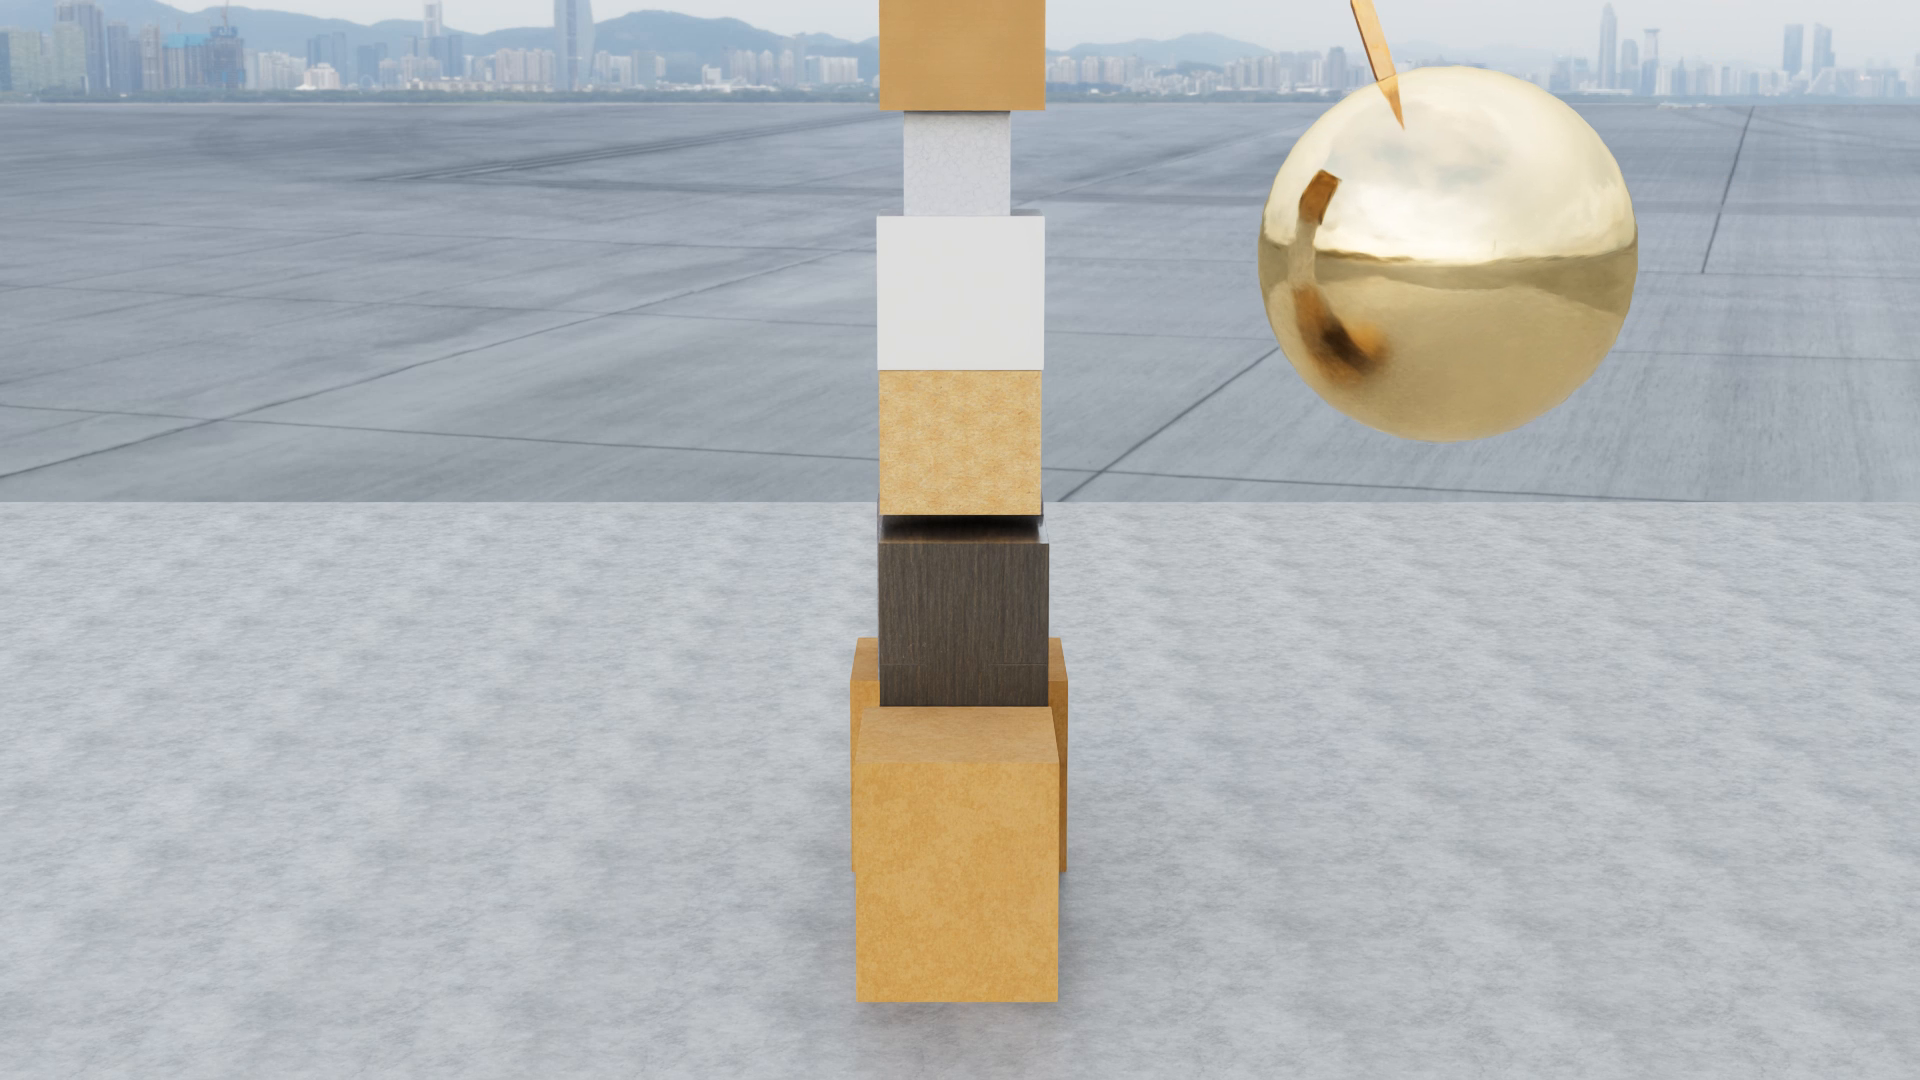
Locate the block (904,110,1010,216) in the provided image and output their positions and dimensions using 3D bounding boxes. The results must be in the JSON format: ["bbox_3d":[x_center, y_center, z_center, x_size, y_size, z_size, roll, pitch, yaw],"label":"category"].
[{"bbox_3d":[-0.012,-1.608,10.888,0.443,0.434,0.500,0,10,0],"label":"block"}]

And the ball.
[{"bbox_3d":[2.074,-1.214,10.960,1.600,1.600,1.600,0,10,0],"label":"ball"}]

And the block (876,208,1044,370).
[{"bbox_3d":[0.003,-1.081,10.984,0.696,0.638,0.606,0,10,0],"label":"block"}]

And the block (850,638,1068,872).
[{"bbox_3d":[-0.004,0.970,11.790,0.959,0.873,0.885,0,10,0],"label":"block"}]

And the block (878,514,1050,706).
[{"bbox_3d":[0.016,0.343,10.873,0.697,0.795,0.688,0,10,0],"label":"block"}]

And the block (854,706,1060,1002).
[{"bbox_3d":[-0.011,1.227,10.176,0.771,0.945,0.878,0,10,0],"label":"block"}]

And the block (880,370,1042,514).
[{"bbox_3d":[0.001,-0.469,11.095,0.677,0.605,0.727,0,10,0],"label":"block"}]

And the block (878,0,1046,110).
[{"bbox_3d":[0.009,-2.111,10.796,0.677,0.589,0.714,0,10,0],"label":"block"}]

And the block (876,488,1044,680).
[{"bbox_3d":[0.001,0.160,11.564,0.724,0.801,0.717,0,10,0],"label":"block"}]

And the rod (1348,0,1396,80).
[{"bbox_3d":[0.899,-4.353,10.389,0.080,5.200,0.080,-20,10,4],"label":"rod"}]
